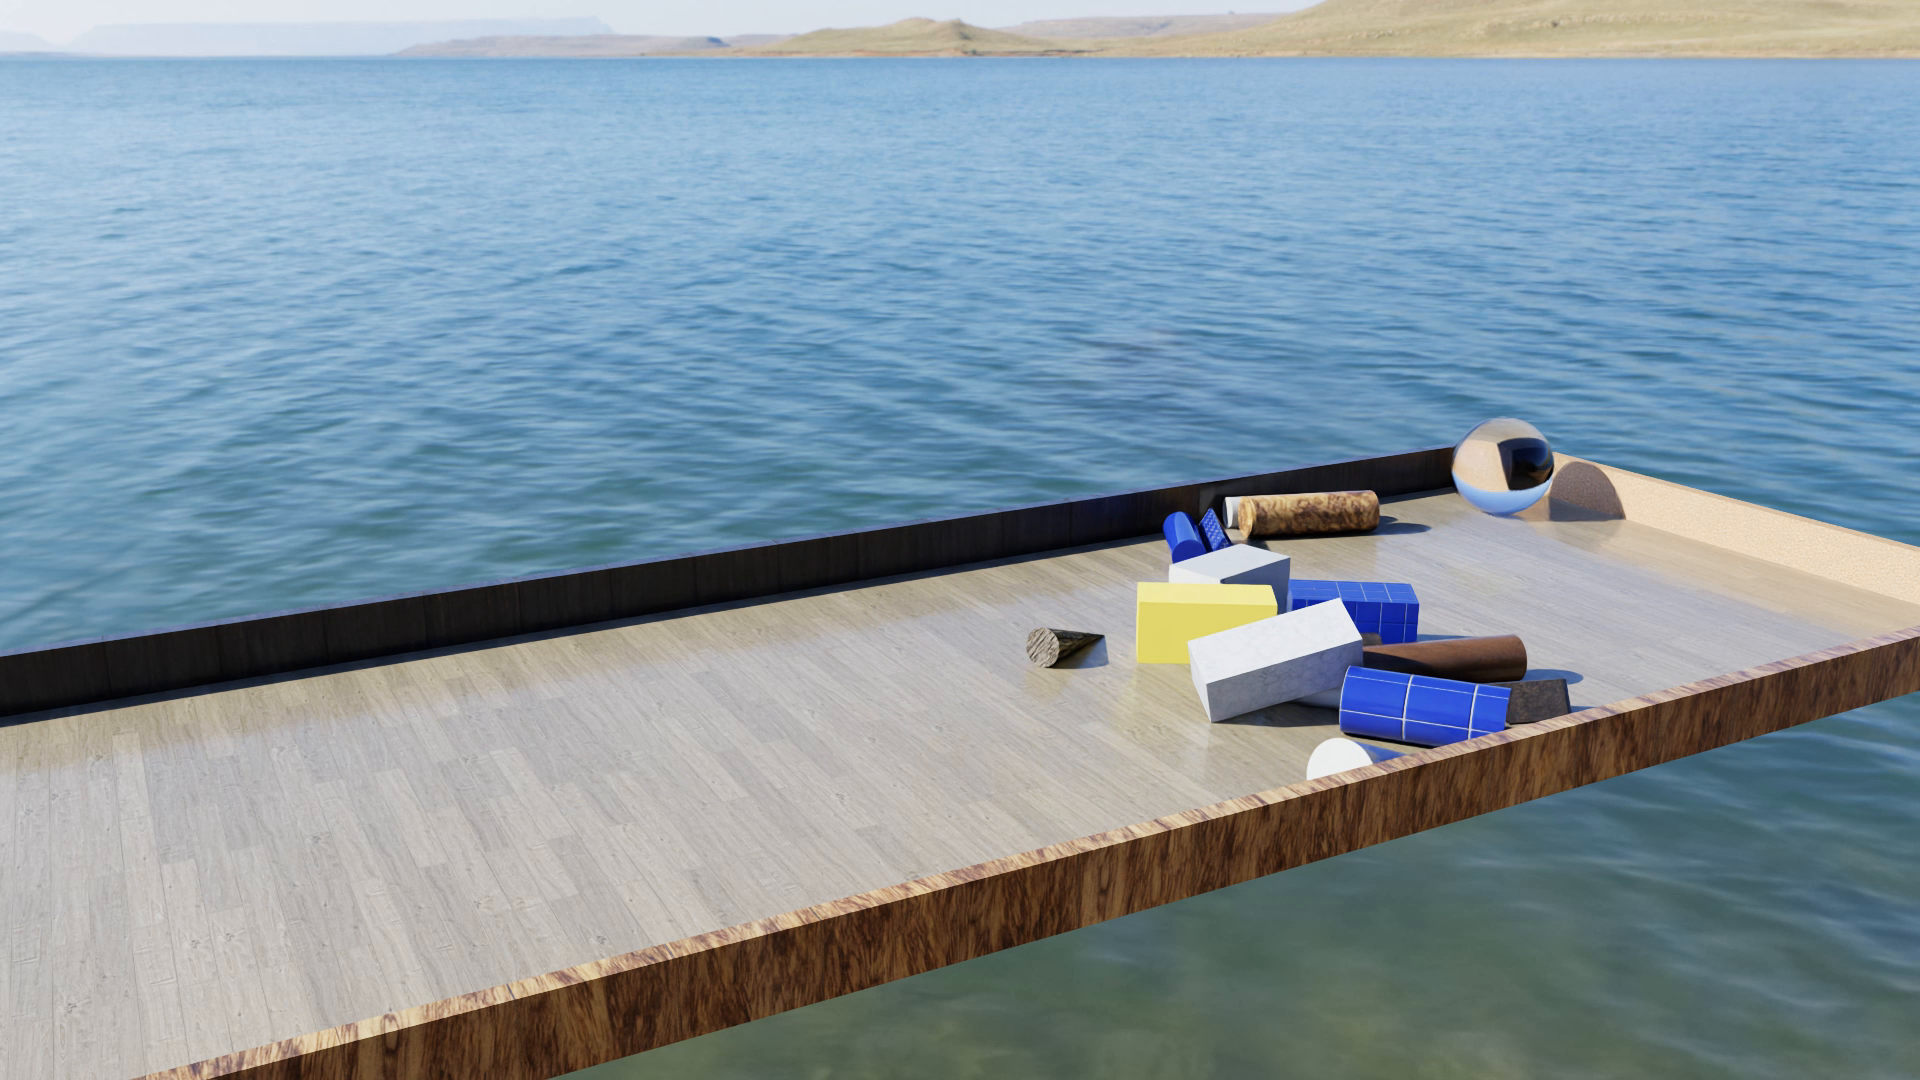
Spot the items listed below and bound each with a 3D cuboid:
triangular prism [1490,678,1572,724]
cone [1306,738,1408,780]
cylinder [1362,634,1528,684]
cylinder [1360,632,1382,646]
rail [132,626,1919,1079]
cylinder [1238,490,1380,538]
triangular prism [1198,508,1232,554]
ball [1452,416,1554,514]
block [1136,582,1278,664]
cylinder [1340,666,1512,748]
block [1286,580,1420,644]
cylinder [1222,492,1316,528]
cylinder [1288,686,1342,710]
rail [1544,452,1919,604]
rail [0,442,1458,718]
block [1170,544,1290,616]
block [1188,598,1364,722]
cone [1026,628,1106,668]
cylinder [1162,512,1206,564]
[{"bbox_3d":[1.261,0.379,3.906,0.364,0.086,0.099,-3,17,-10],"label":"triangular prism"},{"bbox_3d":[0.933,0.495,3.525,0.407,0.169,0.169,1,12,-42],"label":"cone"},{"bbox_3d":[1.175,0.309,4.092,0.443,0.119,0.119,-4,17,-12],"label":"cylinder"},{"bbox_3d":[0.855,0.296,4.155,0.406,0.108,0.108,-2,17,-8],"label":"cylinder"},{"bbox_3d":[-2.336,1.006,1.665,12.000,0.150,0.050,-9,18,-27],"label":"rail"},{"bbox_3d":[1.143,-0.086,5.410,0.437,0.134,0.134,-3,17,-10],"label":"cylinder"},{"bbox_3d":[0.801,-0.002,5.150,0.130,0.113,0.346,0,16,2],"label":"triangular prism"},{"bbox_3d":[1.850,-0.254,5.626,0.334,0.334,0.334,0,16,0],"label":"ball"},{"bbox_3d":[0.641,0.219,4.317,0.350,0.165,0.165,1,16,4],"label":"block"},{"bbox_3d":[1.060,0.389,3.756,0.358,0.156,0.156,7,18,23],"label":"cylinder"},{"bbox_3d":[1.024,0.214,4.327,0.318,0.168,0.168,2,17,7],"label":"block"},{"bbox_3d":[1.106,-0.103,5.523,0.443,0.103,0.103,-3,17,-10],"label":"cylinder"},{"bbox_3d":[0.896,0.352,3.966,0.303,0.107,0.107,7,18,22],"label":"cylinder"},{"bbox_3d":[2.466,-0.048,5.253,0.050,0.150,2.100,-9,18,-27],"label":"rail"},{"bbox_3d":[-3.305,0.497,3.399,12.000,0.150,0.050,-9,18,-27],"label":"rail"},{"bbox_3d":[0.745,0.141,4.563,0.308,0.175,0.175,-14,22,-40],"label":"block"},{"bbox_3d":[0.745,0.284,3.895,0.376,0.141,0.141,-16,42,-1],"label":"block"},{"bbox_3d":[0.303,0.267,4.357,0.103,0.103,0.303,12,11,36],"label":"cone"},{"bbox_3d":[0.700,0.006,5.146,0.107,0.107,0.321,1,16,2],"label":"cylinder"}]
